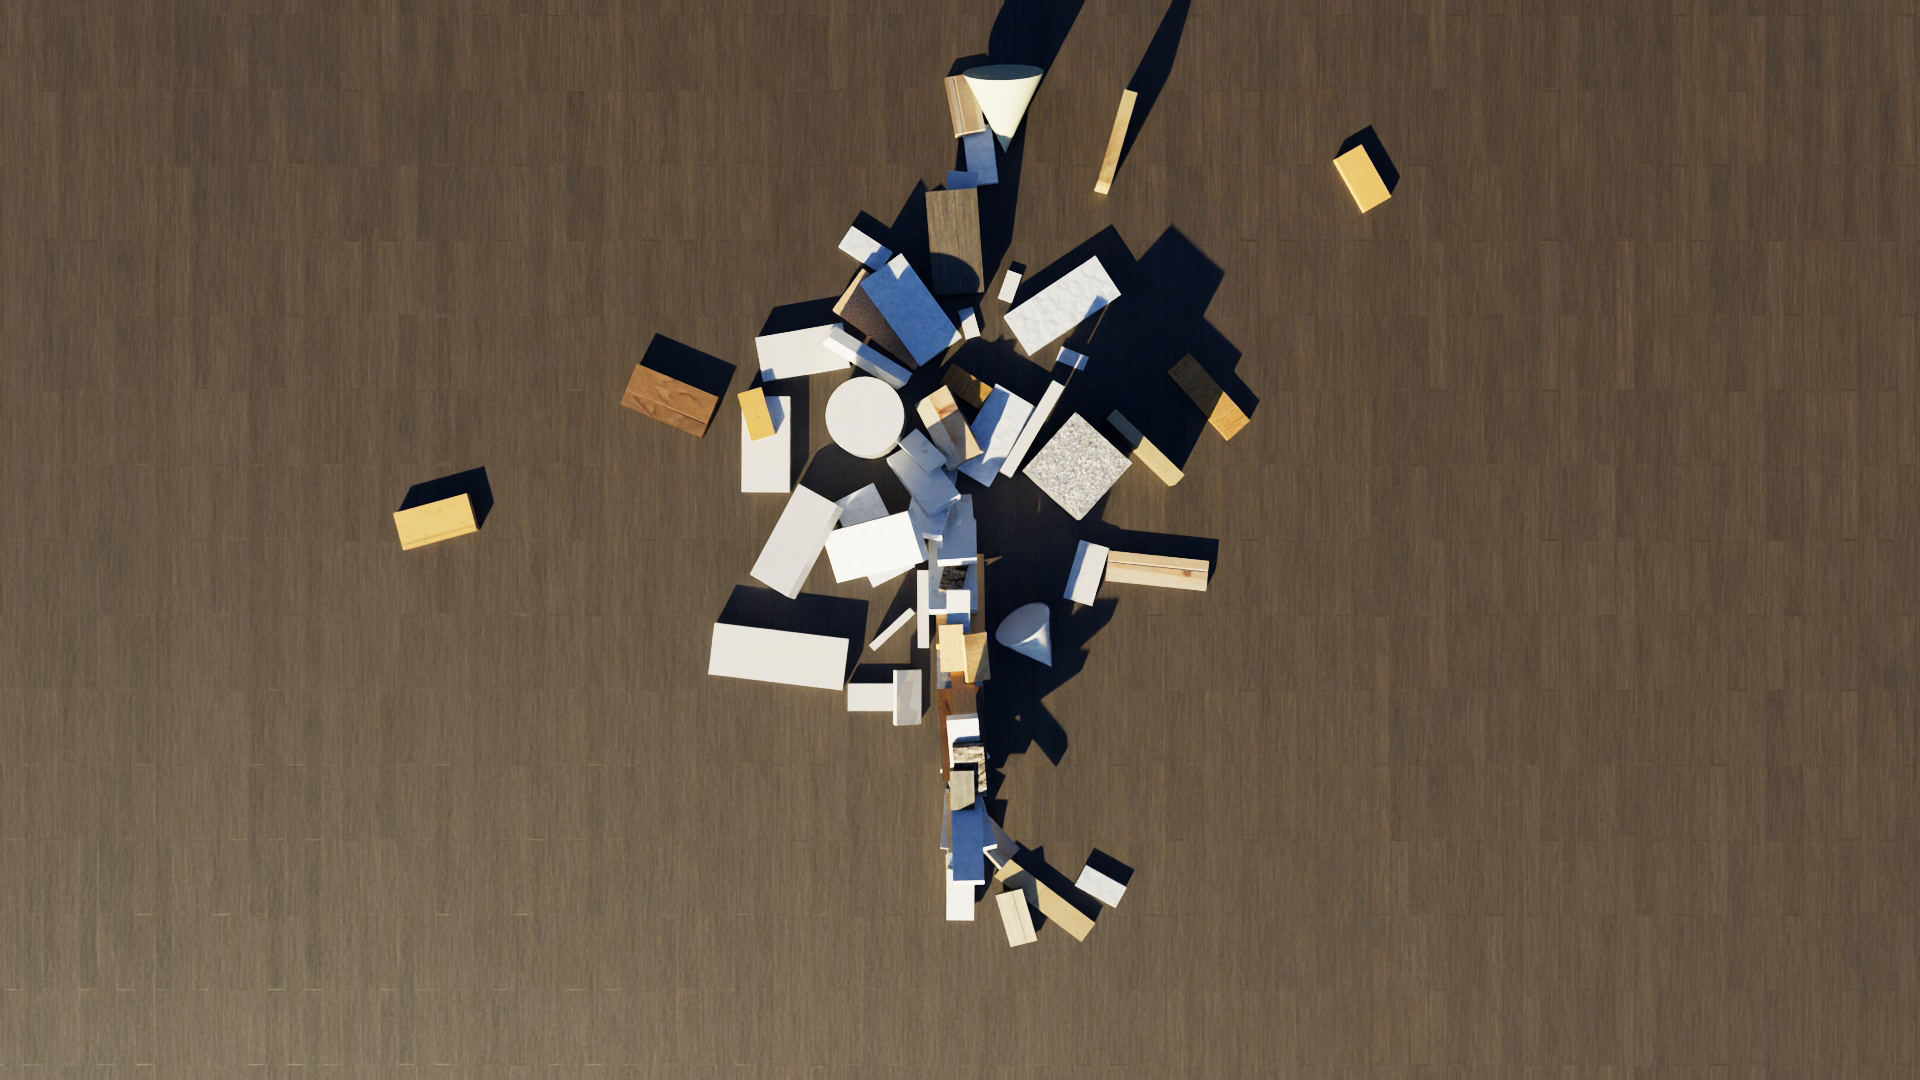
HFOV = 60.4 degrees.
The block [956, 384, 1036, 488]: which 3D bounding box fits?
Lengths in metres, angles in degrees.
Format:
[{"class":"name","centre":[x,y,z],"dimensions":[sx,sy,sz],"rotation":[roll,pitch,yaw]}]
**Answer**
[{"class":"block","centre":[0.108,-0.346,5.478],"dimensions":[0.154,0.044,0.309],"rotation":[31,90,0]}]

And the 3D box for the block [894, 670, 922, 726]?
[{"class":"block","centre":[-0.174,0.521,5.469],"dimensions":[0.090,0.025,0.180],"rotation":[0,90,-26]}]

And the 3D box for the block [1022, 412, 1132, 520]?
[{"class":"block","centre":[0.377,-0.237,5.379],"dimensions":[0.243,0.243,0.243],"rotation":[42,90,0]}]

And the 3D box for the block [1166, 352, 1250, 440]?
[{"class":"block","centre":[0.825,-0.477,5.486],"dimensions":[0.097,0.027,0.304],"rotation":[-42,90,0]}]

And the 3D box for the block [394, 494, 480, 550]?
[{"class":"block","centre":[-1.740,-0.061,5.482],"dimensions":[0.252,0.036,0.126],"rotation":[-15,90,0]}]

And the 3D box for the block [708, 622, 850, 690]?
[{"class":"block","centre":[-0.600,0.385,5.476],"dimensions":[0.446,0.048,0.170],"rotation":[7,90,0]}]

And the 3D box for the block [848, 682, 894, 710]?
[{"class":"block","centre":[-0.281,0.522,5.487],"dimensions":[0.180,0.026,0.090],"rotation":[0,90,0]}]

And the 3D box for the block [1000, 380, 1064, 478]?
[{"class":"block","centre":[0.235,-0.362,5.423],"dimensions":[0.044,0.155,0.338],"rotation":[31,90,0]}]

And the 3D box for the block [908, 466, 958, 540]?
[{"class":"block","centre":[-0.095,-0.125,5.418],"dimensions":[0.126,0.036,0.253],"rotation":[9,63,7]}]

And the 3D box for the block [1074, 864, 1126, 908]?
[{"class":"block","centre":[0.468,1.151,5.489],"dimensions":[0.154,0.022,0.077],"rotation":[29,90,0]}]

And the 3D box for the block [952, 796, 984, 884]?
[{"class":"block","centre":[0.023,0.914,5.299],"dimensions":[0.099,0.028,0.399],"rotation":[-2,54,0]}]

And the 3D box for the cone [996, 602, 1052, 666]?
[{"class":"cone","centre":[0.256,0.349,5.455],"dimensions":[0.202,0.202,0.202],"rotation":[-34,117,0]}]

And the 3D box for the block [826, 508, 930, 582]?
[{"class":"block","centre":[-0.276,0.020,5.387],"dimensions":[0.340,0.048,0.170],"rotation":[-14,96,29]}]

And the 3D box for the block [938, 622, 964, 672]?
[{"class":"block","centre":[-0.026,0.347,5.329],"dimensions":[0.078,0.022,0.156],"rotation":[-3,102,0]}]

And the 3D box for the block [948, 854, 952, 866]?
[{"class":"block","centre":[0.002,0.993,5.471],"dimensions":[0.090,0.025,0.179],"rotation":[-1,79,0]}]

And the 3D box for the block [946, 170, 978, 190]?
[{"class":"block","centre":[0.002,-1.118,5.469],"dimensions":[0.101,0.029,0.202],"rotation":[4,100,0]}]

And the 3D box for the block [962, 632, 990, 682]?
[{"class":"block","centre":[0.052,0.377,5.319],"dimensions":[0.078,0.022,0.156],"rotation":[-8,98,-20]}]

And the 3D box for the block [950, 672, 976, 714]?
[{"class":"block","centre":[0.008,0.442,5.356],"dimensions":[0.074,0.021,0.398],"rotation":[-4,61,0]}]

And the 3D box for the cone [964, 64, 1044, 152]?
[{"class":"cone","centre":[0.146,-1.408,5.440],"dimensions":[0.265,0.265,0.265],"rotation":[-2,117,0]}]

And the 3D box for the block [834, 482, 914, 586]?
[{"class":"block","centre":[-0.287,-0.016,5.478],"dimensions":[0.155,0.044,0.310],"rotation":[-27,90,0]}]

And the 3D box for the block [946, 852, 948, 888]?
[{"class":"block","centre":[0.000,1.132,5.487],"dimensions":[0.090,0.025,0.179],"rotation":[-1,90,0]}]

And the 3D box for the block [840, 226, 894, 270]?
[{"class":"block","centre":[-0.313,-0.965,5.489],"dimensions":[0.162,0.023,0.081],"rotation":[33,90,0]}]

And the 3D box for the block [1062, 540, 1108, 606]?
[{"class":"block","centre":[0.419,0.109,5.486],"dimensions":[0.100,0.028,0.200],"rotation":[16,90,0]}]

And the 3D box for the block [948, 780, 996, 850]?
[{"class":"block","centre":[0.040,0.885,5.352],"dimensions":[0.091,0.026,0.267],"rotation":[-13,55,-7]}]

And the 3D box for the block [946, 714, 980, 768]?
[{"class":"block","centre":[0.014,0.645,5.254],"dimensions":[0.099,0.028,0.198],"rotation":[-5,119,0]}]

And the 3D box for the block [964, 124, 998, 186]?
[{"class":"block","centre":[0.067,-1.279,5.486],"dimensions":[0.097,0.027,0.194],"rotation":[-7,90,0]}]

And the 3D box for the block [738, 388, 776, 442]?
[{"class":"block","centre":[-0.671,-0.415,5.444],"dimensions":[0.081,0.023,0.162],"rotation":[-17,90,0]}]

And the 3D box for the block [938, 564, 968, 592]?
[{"class":"block","centre":[-0.017,0.103,5.375],"dimensions":[0.074,0.021,0.148],"rotation":[11,68,6]}]

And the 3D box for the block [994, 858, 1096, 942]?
[{"class":"block","centre":[0.282,1.195,5.489],"dimensions":[0.361,0.022,0.077],"rotation":[37,90,0]}]

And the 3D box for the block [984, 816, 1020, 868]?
[{"class":"block","centre":[0.100,0.972,5.370],"dimensions":[0.182,0.026,0.091],"rotation":[47,65,-1]}]

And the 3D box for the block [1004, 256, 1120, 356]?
[{"class":"block","centre":[0.340,-0.777,5.478],"dimensions":[0.361,0.044,0.154],"rotation":[-33,90,0]}]

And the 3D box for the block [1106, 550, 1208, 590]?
[{"class":"block","centre":[0.655,0.102,5.486],"dimensions":[0.334,0.028,0.100],"rotation":[6,90,0]}]

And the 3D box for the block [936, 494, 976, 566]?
[{"class":"block","centre":[-0.017,-0.034,5.414],"dimensions":[0.126,0.036,0.253],"rotation":[-4,56,-1]}]

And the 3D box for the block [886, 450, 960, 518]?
[{"class":"block","centre":[-0.120,-0.202,5.419],"dimensions":[0.126,0.036,0.252],"rotation":[-31,65,-12]}]
